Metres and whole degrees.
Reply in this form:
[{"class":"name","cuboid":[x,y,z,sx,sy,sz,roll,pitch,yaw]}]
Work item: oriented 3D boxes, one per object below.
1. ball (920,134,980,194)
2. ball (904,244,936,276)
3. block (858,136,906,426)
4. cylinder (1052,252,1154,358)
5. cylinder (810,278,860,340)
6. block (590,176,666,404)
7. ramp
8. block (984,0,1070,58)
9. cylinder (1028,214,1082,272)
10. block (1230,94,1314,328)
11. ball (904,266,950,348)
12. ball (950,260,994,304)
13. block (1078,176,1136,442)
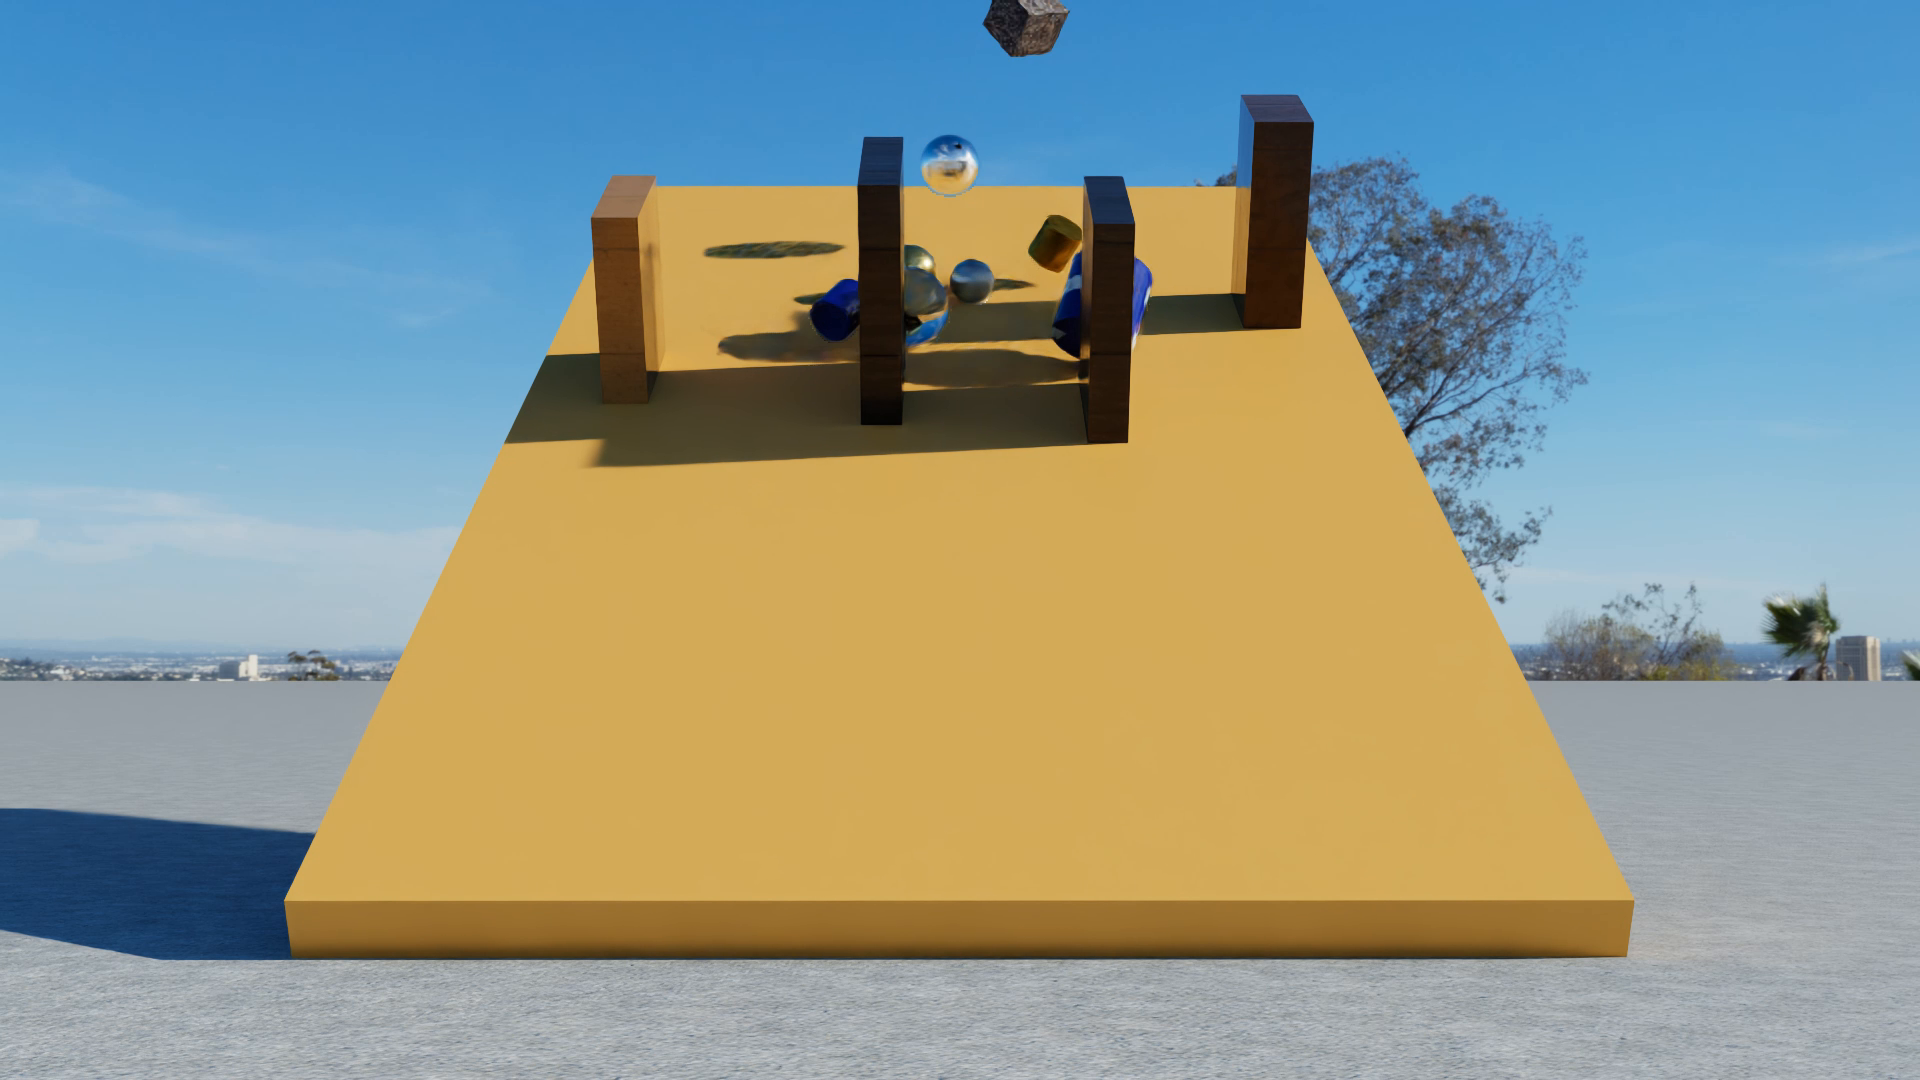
[{"class":"ball","cuboid":[-0.028,-1.044,6.453,0.165,0.165,0.165,0,-3,0]},{"class":"ball","cuboid":[-0.129,-0.704,6.077,0.136,0.136,0.136,0,-3,0]},{"class":"block","cuboid":[-0.177,-0.599,5.320,0.092,0.554,0.427,0,24,0]},{"class":"cylinder","cuboid":[0.341,-0.560,5.567,0.201,0.201,0.201,14,-25,7]},{"class":"cylinder","cuboid":[-0.291,-0.569,5.742,0.113,0.113,0.113,-3,33,41]},{"class":"block","cuboid":[-0.772,-0.590,5.436,0.104,0.442,0.364,0,24,0]},{"class":"ramp","cuboid":[-0.008,-0.228,5.290,2.000,0.100,4.000,0,24,0]},{"class":"block","cuboid":[0.178,-1.408,6.266,0.141,0.141,0.141,-15,-33,-37]},{"class":"cylinder","cuboid":[0.254,-0.786,6.157,0.109,0.109,0.109,3,-47,-41]},{"class":"block","cuboid":[0.788,-0.834,5.892,0.145,0.528,0.293,0,24,0]},{"class":"ball","cuboid":[-0.126,-0.571,5.698,0.198,0.198,0.198,0,-3,0]},{"class":"ball","cuboid":[0.031,-0.671,6.031,0.114,0.114,0.114,0,-3,0]},{"class":"block","cuboid":[0.327,-0.522,5.216,0.089,0.500,0.389,0,24,0]}]
